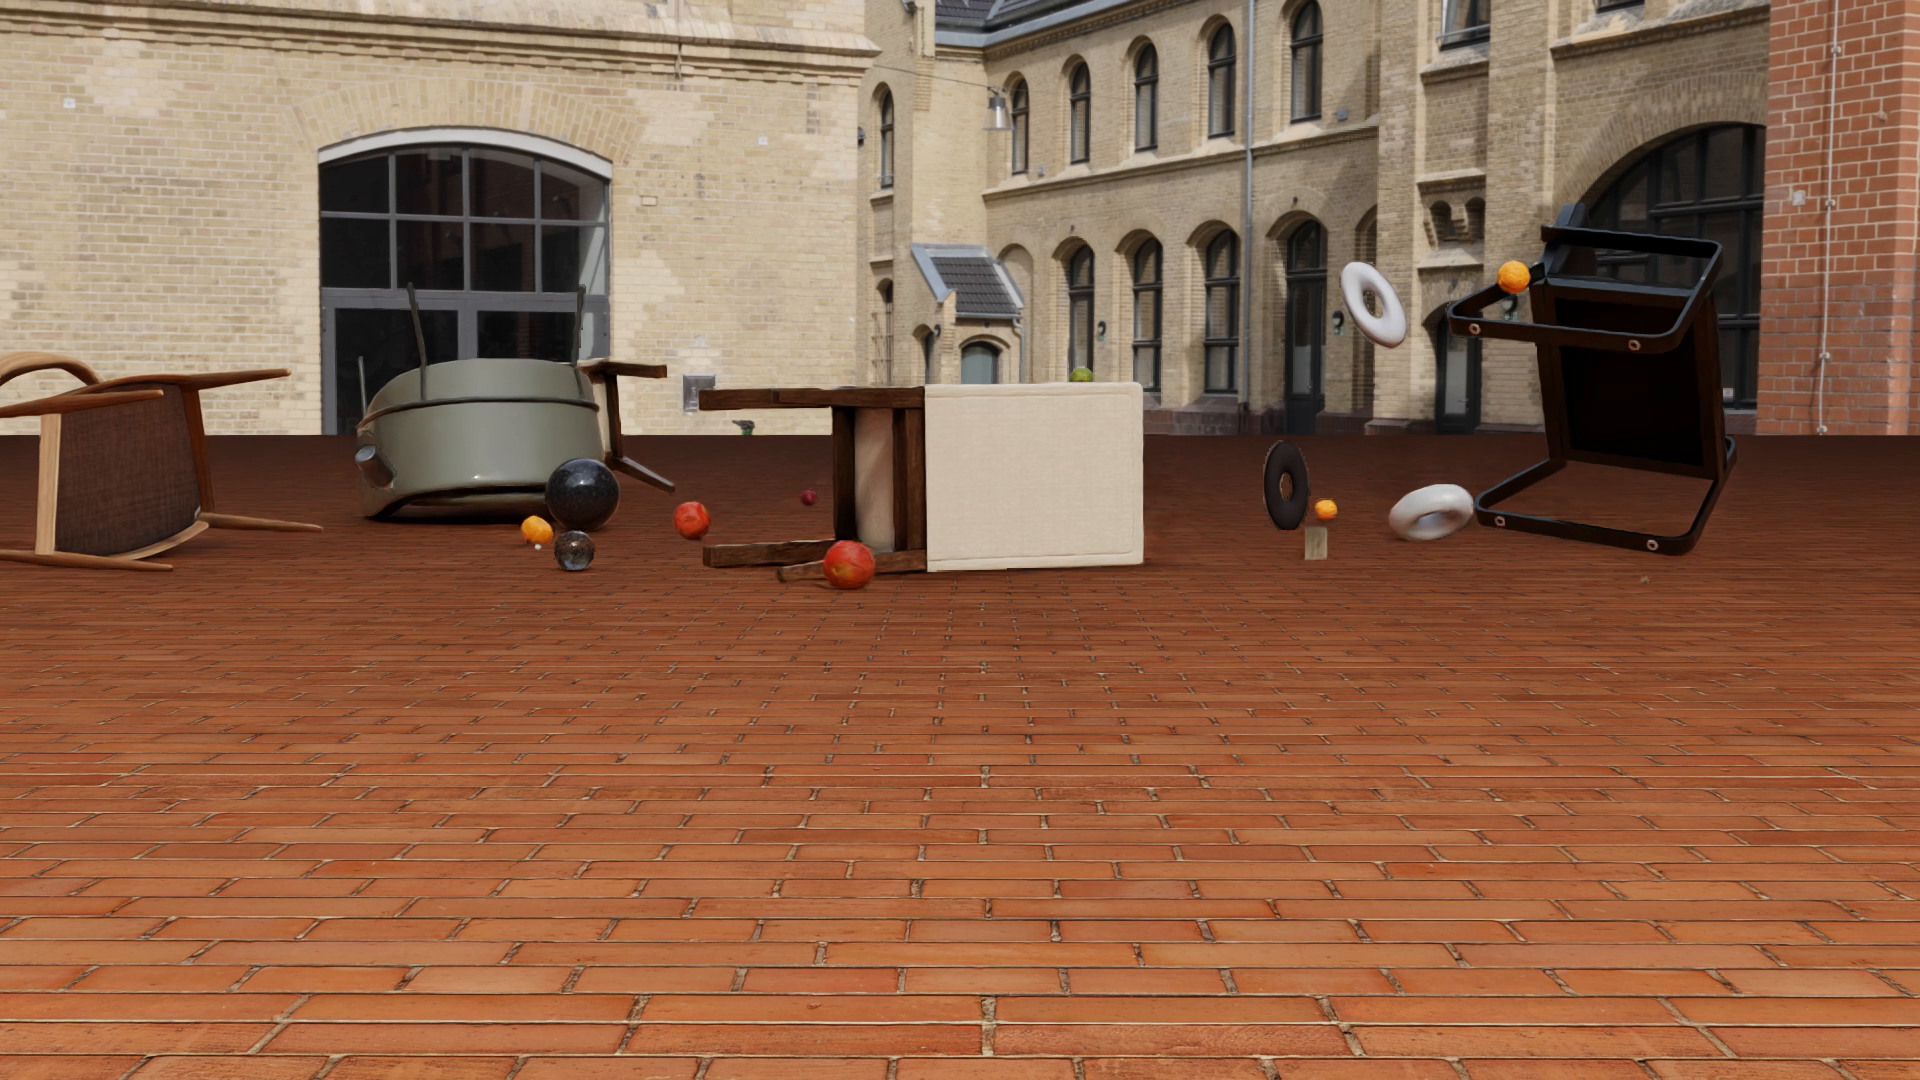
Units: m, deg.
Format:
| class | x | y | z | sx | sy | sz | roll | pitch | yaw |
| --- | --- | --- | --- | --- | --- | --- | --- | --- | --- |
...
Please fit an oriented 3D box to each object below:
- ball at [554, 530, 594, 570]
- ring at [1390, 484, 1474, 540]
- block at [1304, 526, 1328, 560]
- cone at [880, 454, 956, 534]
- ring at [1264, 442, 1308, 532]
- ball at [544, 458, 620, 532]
| class | x | y | z | sx | sy | sz | roll | pitch | yaw |
| --- | --- | --- | --- | --- | --- | --- | --- | --- | --- |
| ball | -0.953 | 0.026 | 5.434 | 0.100 | 0.100 | 0.100 | 0 | 4 | 0 |
| ring | 1.382 | -0.080 | 6.445 | 0.255 | 0.093 | 0.175 | -20 | -44 | 23 |
| block | 0.939 | 0.009 | 5.800 | 0.058 | 0.083 | 0.072 | 1 | 4 | 10 |
| cone | -0.071 | -0.178 | 6.746 | 0.280 | 0.209 | 0.239 | 33 | 5 | -4 |
| ring | 1.027 | -0.168 | 6.925 | 0.152 | 0.285 | 0.040 | -8 | 9 | -20 |
| ball | -1.188 | -0.143 | 6.925 | 0.234 | 0.234 | 0.234 | 0 | 4 | 0 |
